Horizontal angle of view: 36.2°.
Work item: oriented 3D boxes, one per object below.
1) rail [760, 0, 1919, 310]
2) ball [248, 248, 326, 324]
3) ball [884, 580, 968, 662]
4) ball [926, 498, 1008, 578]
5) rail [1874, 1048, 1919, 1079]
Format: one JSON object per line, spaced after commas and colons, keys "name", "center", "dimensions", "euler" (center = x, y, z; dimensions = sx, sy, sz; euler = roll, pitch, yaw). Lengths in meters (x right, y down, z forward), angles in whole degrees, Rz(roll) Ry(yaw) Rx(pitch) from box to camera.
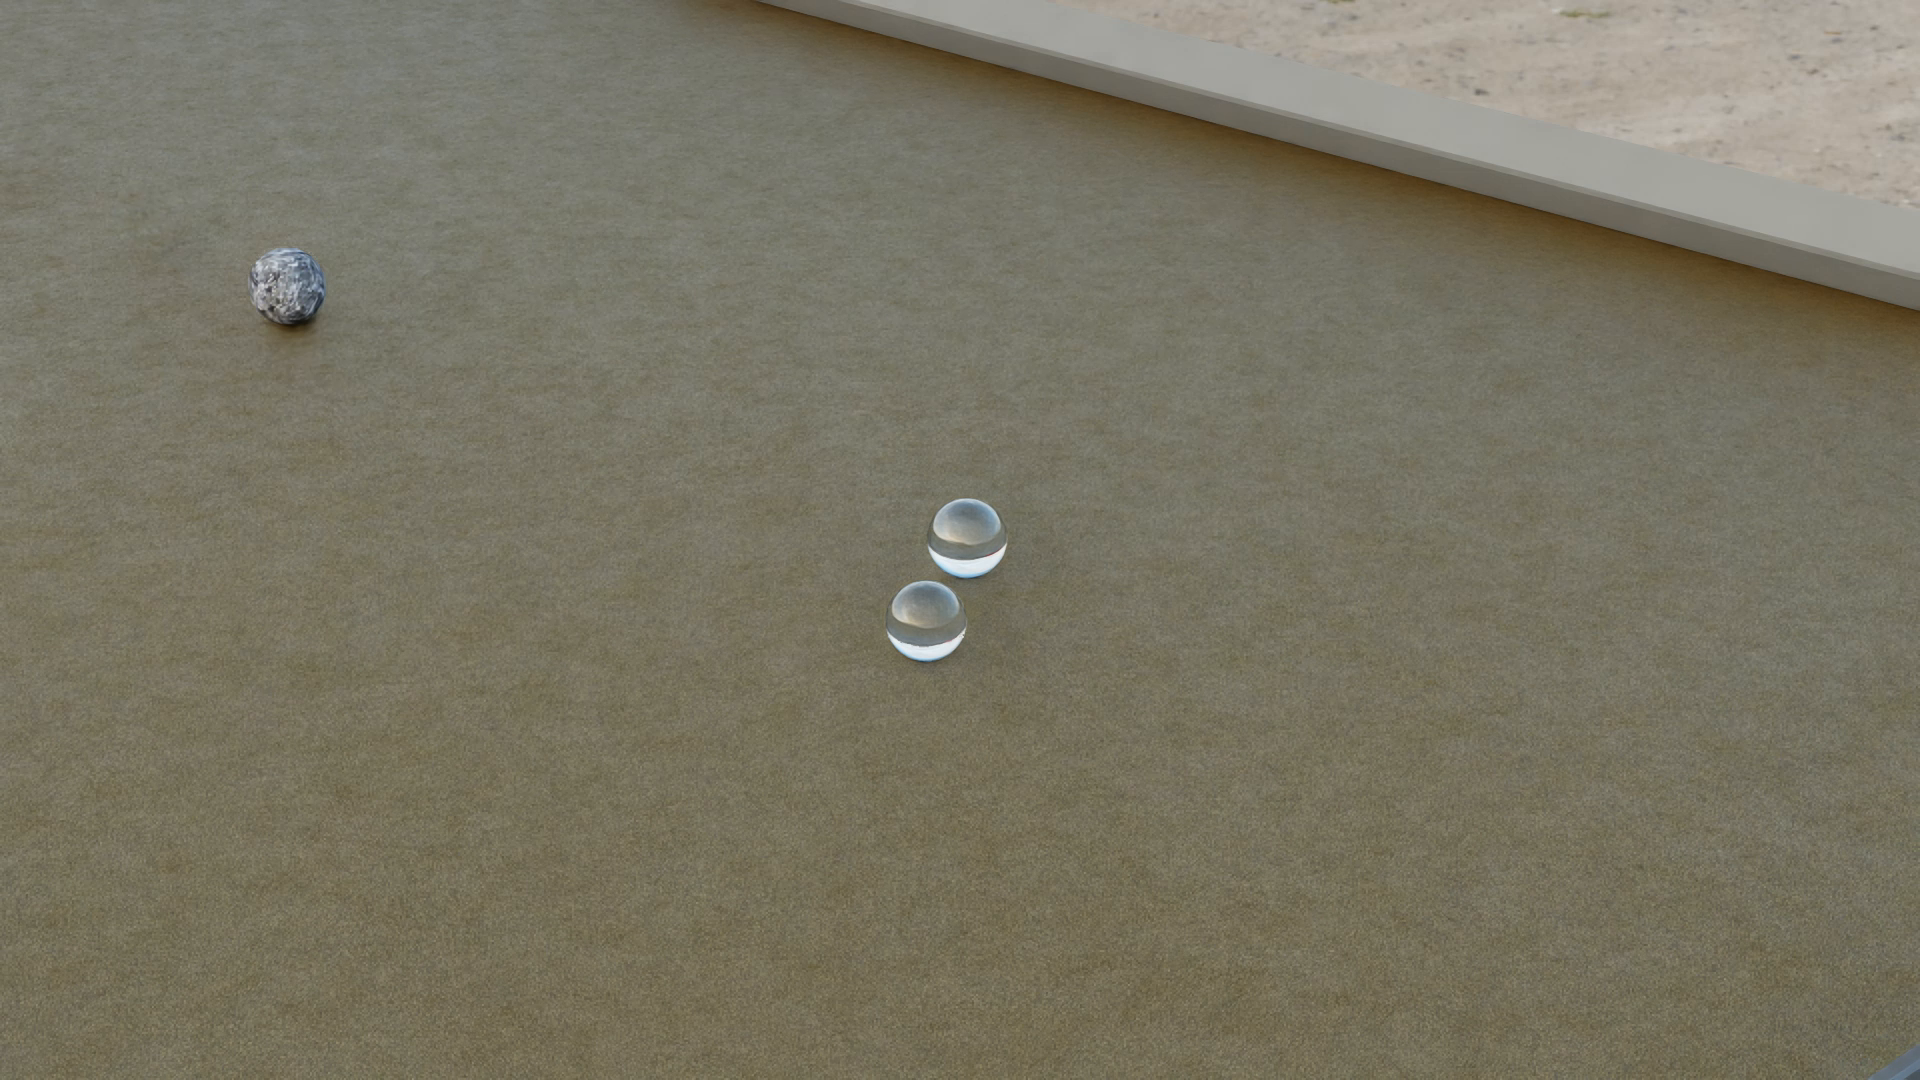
{"name": "rail", "center": [0.190, -0.605, 3.725], "dimensions": [0.045, 0.099, 3.898], "euler": [-20, 30, -38]}
{"name": "ball", "center": [-0.672, -0.254, 2.937], "dimensions": [0.076, 0.076, 0.076], "euler": [0, 23, 0]}
{"name": "ball", "center": [-0.026, 0.061, 2.222], "dimensions": [0.062, 0.062, 0.062], "euler": [0, 23, 0]}
{"name": "ball", "center": [0.006, -0.002, 2.363], "dimensions": [0.065, 0.065, 0.065], "euler": [0, 23, 0]}
{"name": "rail", "center": [0.640, 0.260, 1.708], "dimensions": [2.337, 0.099, 0.045], "euler": [-20, 30, -38]}
